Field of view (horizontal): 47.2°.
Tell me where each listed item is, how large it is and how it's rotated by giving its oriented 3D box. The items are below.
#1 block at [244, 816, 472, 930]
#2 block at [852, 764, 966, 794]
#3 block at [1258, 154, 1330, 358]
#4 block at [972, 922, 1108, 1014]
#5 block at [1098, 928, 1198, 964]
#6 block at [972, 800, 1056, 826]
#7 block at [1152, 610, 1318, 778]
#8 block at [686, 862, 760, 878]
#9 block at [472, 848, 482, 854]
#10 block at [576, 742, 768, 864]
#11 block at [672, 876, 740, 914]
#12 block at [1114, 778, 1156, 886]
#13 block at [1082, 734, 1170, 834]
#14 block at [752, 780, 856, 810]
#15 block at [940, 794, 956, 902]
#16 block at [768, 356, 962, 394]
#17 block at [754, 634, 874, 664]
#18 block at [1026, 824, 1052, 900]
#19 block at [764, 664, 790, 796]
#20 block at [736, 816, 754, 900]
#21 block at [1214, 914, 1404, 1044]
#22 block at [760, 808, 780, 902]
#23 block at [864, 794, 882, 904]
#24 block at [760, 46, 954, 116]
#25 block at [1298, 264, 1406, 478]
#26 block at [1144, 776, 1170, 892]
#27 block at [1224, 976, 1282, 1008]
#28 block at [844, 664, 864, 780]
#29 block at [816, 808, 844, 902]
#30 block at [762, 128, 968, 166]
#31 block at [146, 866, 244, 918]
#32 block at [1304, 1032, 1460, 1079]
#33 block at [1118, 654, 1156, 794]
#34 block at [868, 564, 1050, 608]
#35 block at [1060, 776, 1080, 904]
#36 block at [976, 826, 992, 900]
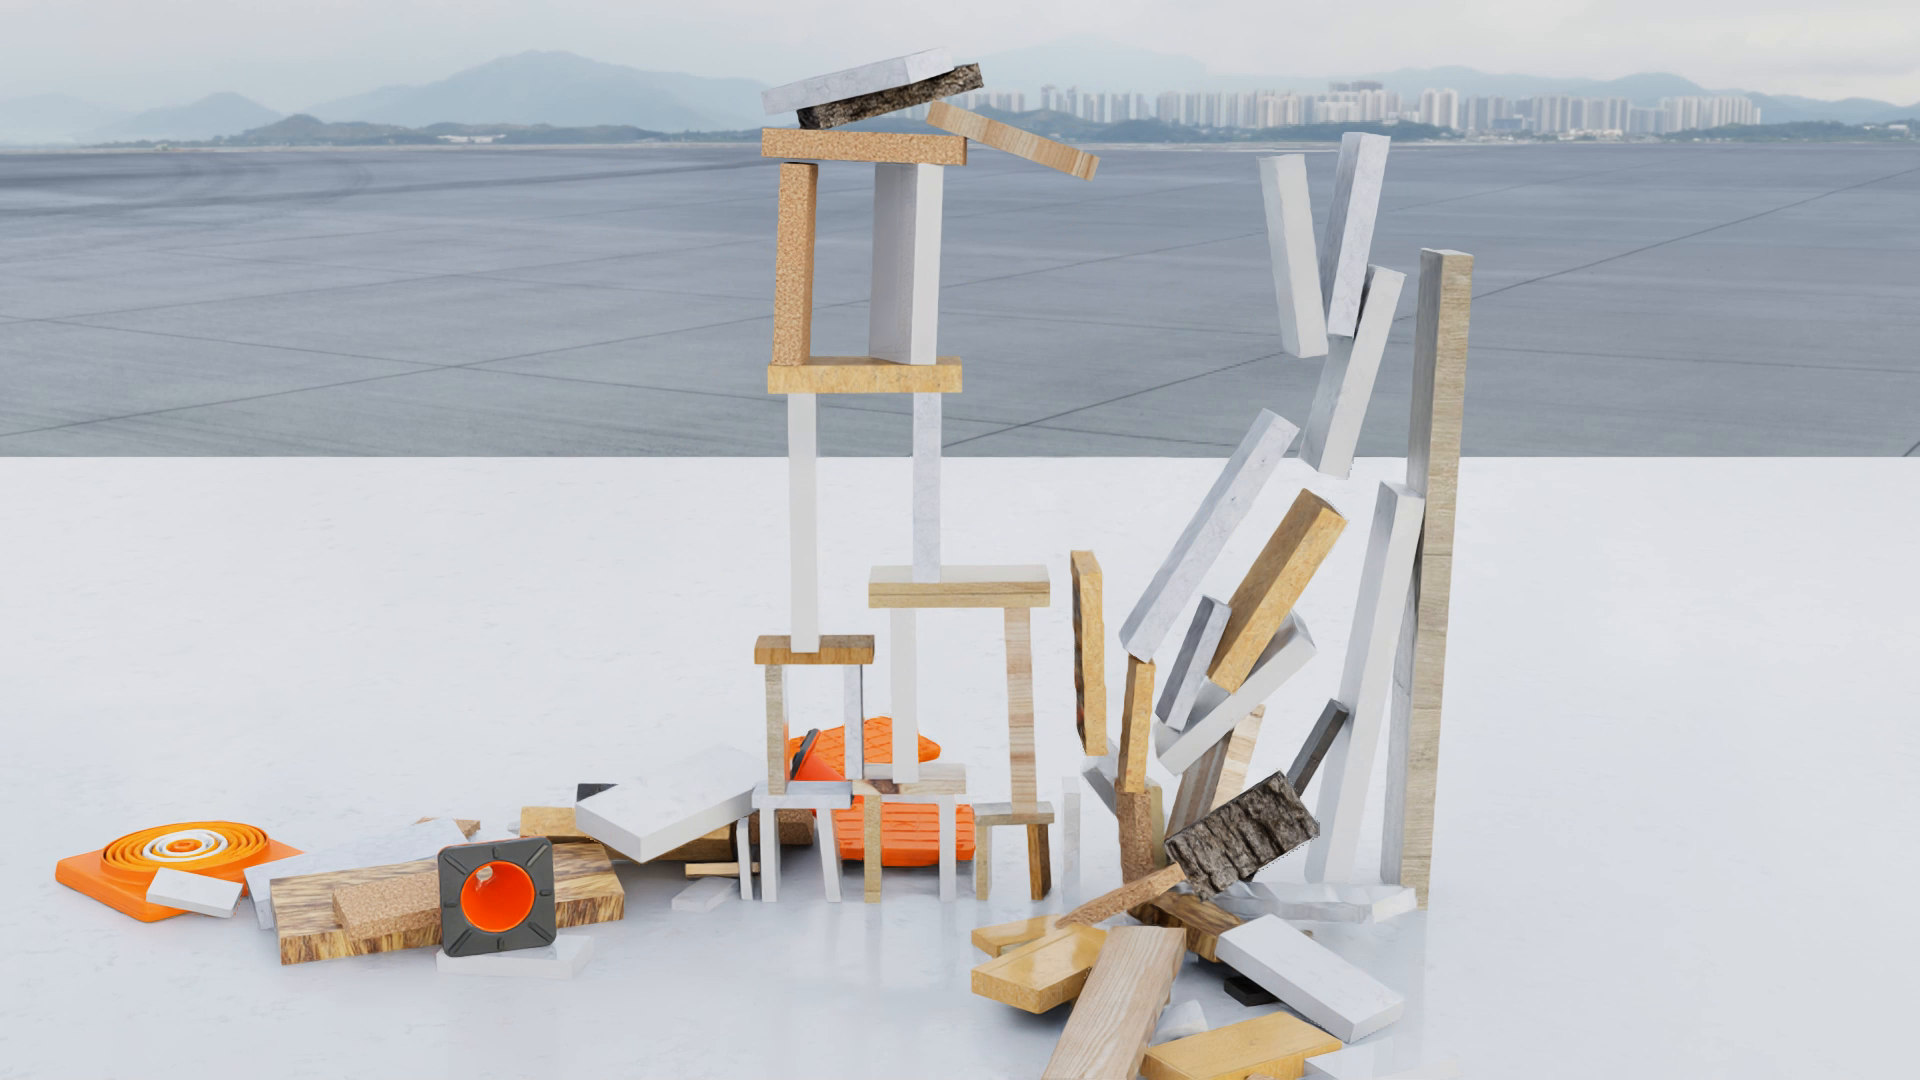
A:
[{"bbox_3d":[-0.993,0.547,3.635,0.347,0.049,0.173,-13,15,-21],"label":"block"},{"bbox_3d":[-0.083,0.394,3.634,0.185,0.026,0.093,0,10,0],"label":"block"},{"bbox_3d":[0.526,-0.449,3.467,0.044,0.310,0.155,-9,9,0],"label":"block"},{"bbox_3d":[0.143,0.622,3.207,0.124,0.035,0.248,9,14,40],"label":"block"},{"bbox_3d":[0.288,0.628,3.401,0.157,0.022,0.079,1,11,6],"label":"block"},{"bbox_3d":[0.088,0.452,3.637,0.131,0.019,0.066,-1,10,-4],"label":"block"},{"bbox_3d":[0.448,0.248,3.619,0.310,0.044,0.155,-43,11,12],"label":"block"},{"bbox_3d":[-0.401,0.558,3.721,0.123,0.017,0.062,0,-13,-7],"label":"block"},{"bbox_3d":[-0.845,0.559,3.795,0.055,0.016,0.111,-5,12,-27],"label":"block"},{"bbox_3d":[-0.460,0.433,3.666,0.163,0.046,0.327,20,27,37],"label":"block"},{"bbox_3d":[-0.421,0.586,3.641,0.062,0.017,0.123,4,11,20],"label":"block"},{"bbox_3d":[0.292,0.496,3.650,0.027,0.189,0.094,-9,13,-14],"label":"block"},{"bbox_3d":[0.296,0.452,3.812,0.031,0.219,0.109,-32,14,25],"label":"block"},{"bbox_3d":[-0.257,0.421,3.631,0.161,0.023,0.081,0,10,4],"label":"block"},{"bbox_3d":[-0.021,0.499,3.653,0.026,0.185,0.093,0,10,0],"label":"block"},{"bbox_3d":[-0.150,-0.265,3.513,0.304,0.043,0.152,0,10,-1],"label":"block"},{"bbox_3d":[-0.237,0.179,3.595,0.192,0.027,0.096,0,10,-1],"label":"block"},{"bbox_3d":[0.132,0.525,3.658,0.019,0.131,0.066,-1,10,17],"label":"block"},{"bbox_3d":[-0.300,0.301,3.616,0.027,0.219,0.096,0,10,1],"label":"block"},{"bbox_3d":[-0.357,0.529,3.656,0.017,0.123,0.062,-3,11,-2],"label":"block"},{"bbox_3d":[0.503,0.630,3.174,0.124,0.035,0.248,-10,31,-44],"label":"block"},{"bbox_3d":[-0.315,0.511,3.651,0.023,0.161,0.081,-1,11,1],"label":"block"},{"bbox_3d":[-0.144,0.499,3.652,0.026,0.185,0.093,0,11,0],"label":"block"},{"bbox_3d":[-0.162,-0.718,3.442,0.273,0.039,0.136,-5,16,32],"label":"block"},{"bbox_3d":[0.623,-0.275,3.511,0.047,0.331,0.166,14,10,-5],"label":"block"},{"bbox_3d":[0.313,0.491,3.675,0.027,0.189,0.094,-8,11,-15],"label":"block"},{"bbox_3d":[0.466,0.659,3.247,0.135,0.019,0.068,-4,11,-22],"label":"block"},{"bbox_3d":[-0.174,0.287,3.614,0.027,0.192,0.096,-1,10,0],"label":"block"},{"bbox_3d":[-0.215,0.511,3.650,0.023,0.161,0.081,-6,10,2],"label":"block"},{"bbox_3d":[-0.147,-0.617,3.457,0.310,0.044,0.155,3,9,2],"label":"block"},{"bbox_3d":[-1.241,0.572,3.566,0.135,0.019,0.068,13,28,-7],"label":"block"},{"bbox_3d":[0.567,0.709,2.956,0.190,0.027,0.095,-6,12,-29],"label":"block"},{"bbox_3d":[0.289,0.296,3.605,0.030,0.214,0.107,4,10,-3],"label":"block"},{"bbox_3d":[-0.001,0.075,3.579,0.290,0.041,0.145,0,10,0],"label":"block"},{"bbox_3d":[0.183,0.497,3.650,0.027,0.189,0.095,0,11,0],"label":"block"},{"bbox_3d":[0.040,0.525,3.658,0.019,0.131,0.066,1,11,7],"label":"block"}]
